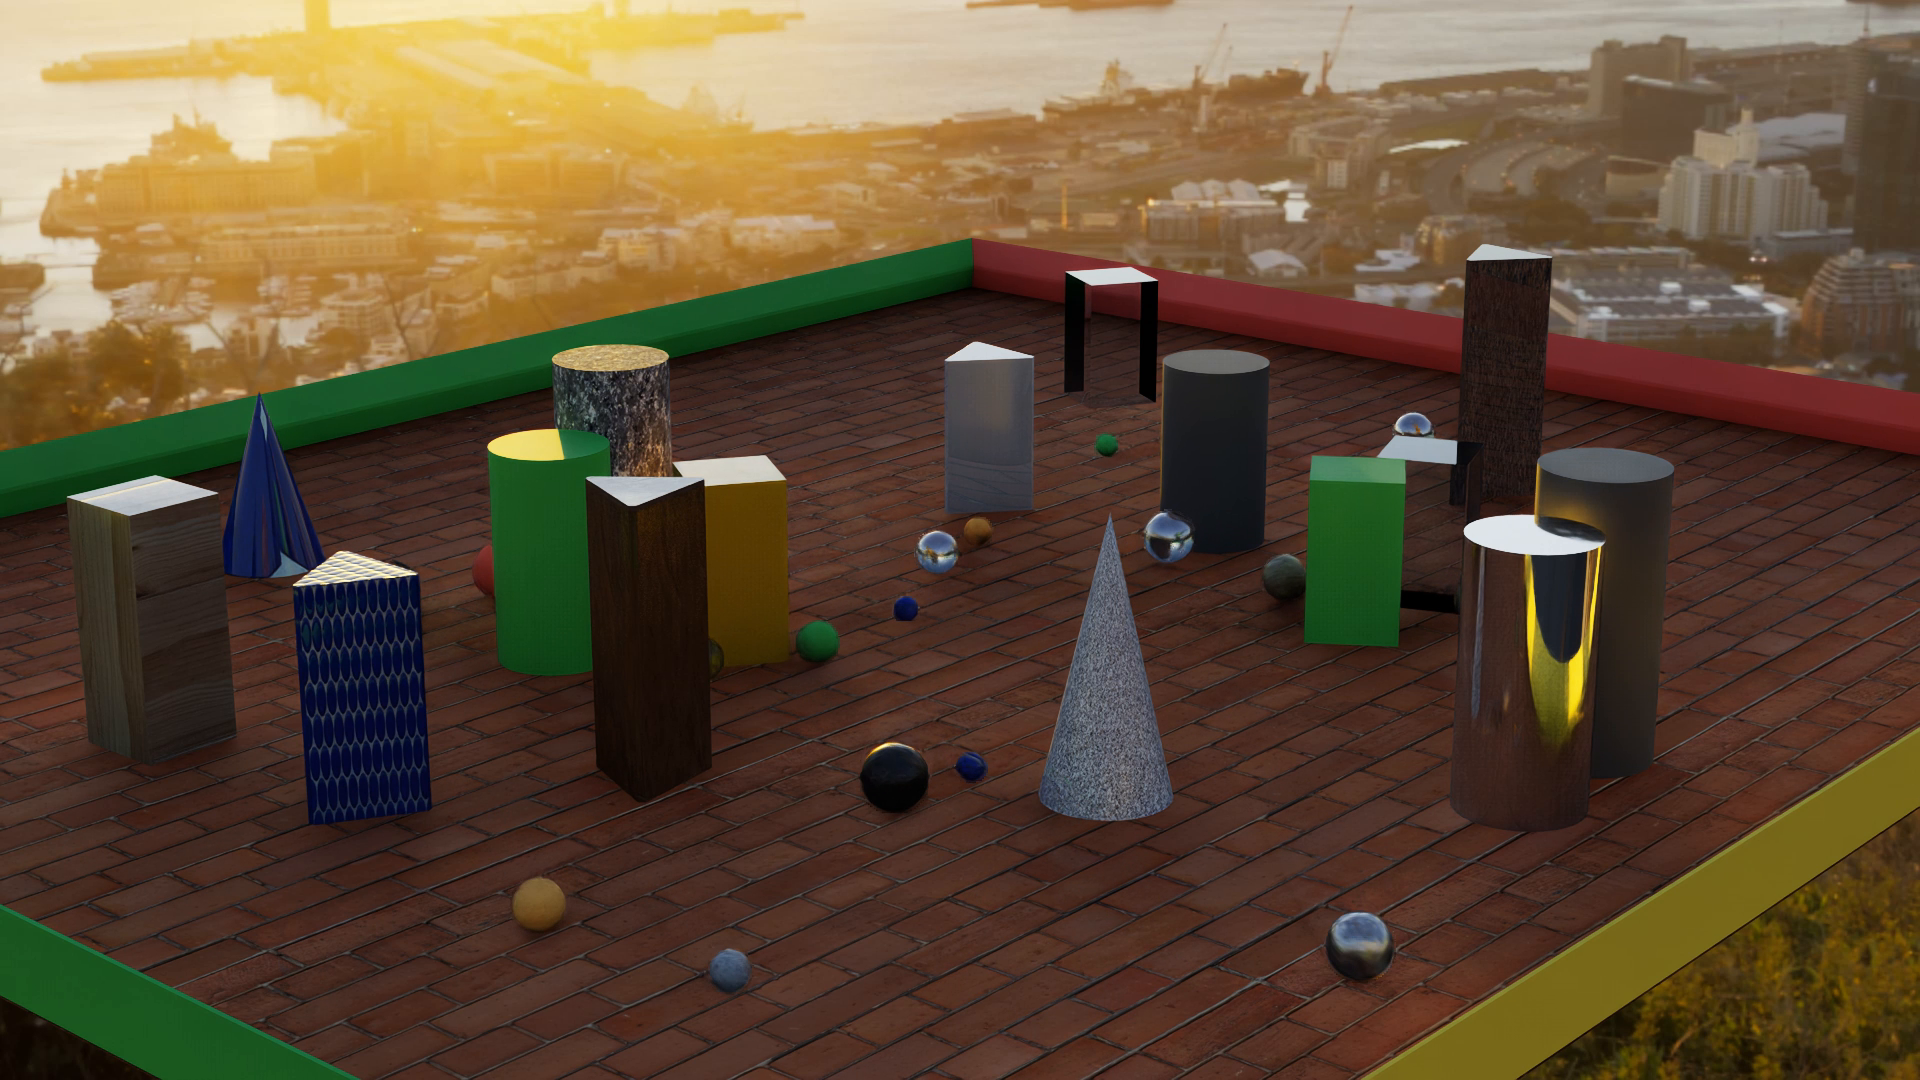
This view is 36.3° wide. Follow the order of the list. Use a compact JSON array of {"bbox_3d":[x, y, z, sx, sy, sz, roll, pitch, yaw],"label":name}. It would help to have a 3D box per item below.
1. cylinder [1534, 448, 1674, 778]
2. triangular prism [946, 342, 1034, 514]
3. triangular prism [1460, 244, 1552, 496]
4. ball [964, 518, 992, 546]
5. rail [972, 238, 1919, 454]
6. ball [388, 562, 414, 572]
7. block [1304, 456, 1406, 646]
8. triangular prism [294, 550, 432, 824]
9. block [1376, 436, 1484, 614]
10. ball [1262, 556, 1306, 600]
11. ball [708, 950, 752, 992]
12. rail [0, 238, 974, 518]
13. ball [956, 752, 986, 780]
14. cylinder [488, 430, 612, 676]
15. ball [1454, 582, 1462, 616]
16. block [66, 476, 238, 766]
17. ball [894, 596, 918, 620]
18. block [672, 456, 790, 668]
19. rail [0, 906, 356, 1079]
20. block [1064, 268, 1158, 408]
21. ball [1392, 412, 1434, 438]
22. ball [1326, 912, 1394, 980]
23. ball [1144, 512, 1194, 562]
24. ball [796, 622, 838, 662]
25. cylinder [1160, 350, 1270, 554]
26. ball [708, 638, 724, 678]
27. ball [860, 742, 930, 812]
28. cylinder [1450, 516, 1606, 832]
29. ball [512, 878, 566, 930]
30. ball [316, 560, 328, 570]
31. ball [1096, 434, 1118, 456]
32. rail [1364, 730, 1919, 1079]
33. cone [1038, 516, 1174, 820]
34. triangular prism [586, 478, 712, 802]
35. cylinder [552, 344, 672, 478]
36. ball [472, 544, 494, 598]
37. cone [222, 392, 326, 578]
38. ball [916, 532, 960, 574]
[{"bbox_3d":[0.936,0.106,4.318,0.195,0.449,0.195,0,17,0],"label":"cylinder"},{"bbox_3d":[0.044,-0.219,5.655,0.169,0.300,0.146,-3,17,-10],"label":"triangular prism"},{"bbox_3d":[1.038,-0.332,5.733,0.169,0.471,0.146,-3,17,-9],"label":"triangular prism"},{"bbox_3d":[0.032,-0.016,5.413,0.051,0.051,0.051,0,17,0],"label":"ball"},{"bbox_3d":[1.290,-0.397,6.543,3.378,0.127,0.045,14,22,39],"label":"rail"},{"bbox_3d":[-0.979,0.072,5.092,0.069,0.069,0.069,0,17,0],"label":"ball"},{"bbox_3d":[0.660,0.017,4.903,0.156,0.281,0.156,2,17,8],"label":"block"},{"bbox_3d":[-0.857,0.204,4.164,0.169,0.352,0.146,-6,18,-18],"label":"triangular prism"},{"bbox_3d":[0.810,-0.028,5.084,0.156,0.264,0.156,6,18,19],"label":"block"},{"bbox_3d":[0.565,0.066,5.092,0.079,0.079,0.079,0,17,0],"label":"ball"},{"bbox_3d":[-0.282,0.529,3.603,0.052,0.052,0.052,0,17,0],"label":"ball"},{"bbox_3d":[-1.258,-0.284,6.166,0.045,0.127,3.984,14,22,39],"label":"rail"},{"bbox_3d":[0.016,0.330,4.280,0.043,0.043,0.043,0,17,0],"label":"ball"},{"bbox_3d":[-0.661,0.019,4.764,0.195,0.359,0.195,0,17,0],"label":"cylinder"},{"bbox_3d":[0.880,0.101,4.960,0.088,0.088,0.088,0,17,0],"label":"ball"},{"bbox_3d":[-1.208,0.118,4.388,0.156,0.386,0.156,14,21,38],"label":"block"},{"bbox_3d":[-0.092,0.116,4.988,0.043,0.043,0.043,0,17,0],"label":"ball"},{"bbox_3d":[-0.375,0.035,4.797,0.156,0.308,0.156,-5,17,-15],"label":"block"},{"bbox_3d":[-1.290,0.461,3.697,3.378,0.127,0.045,14,22,39],"label":"rail"},{"bbox_3d":[0.331,-0.446,6.452,0.156,0.274,0.156,-6,18,-18],"label":"block"},{"bbox_3d":[0.932,-0.220,6.031,0.084,0.084,0.084,0,17,0],"label":"ball"},{"bbox_3d":[0.495,0.503,3.634,0.085,0.085,0.085,0,17,0],"label":"ball"},{"bbox_3d":[0.378,-0.005,5.306,0.092,0.092,0.092,0,17,0],"label":"ball"},{"bbox_3d":[-0.234,0.166,4.779,0.068,0.068,0.068,0,17,0],"label":"ball"},{"bbox_3d":[0.468,-0.165,5.409,0.195,0.338,0.195,0,17,0],"label":"cylinder"},{"bbox_3d":[-0.412,0.190,4.698,0.070,0.070,0.070,0,17,0],"label":"ball"},{"bbox_3d":[-0.093,0.337,4.162,0.097,0.097,0.097,0,17,0],"label":"ball"},{"bbox_3d":[0.798,0.186,4.131,0.195,0.405,0.195,0,17,0],"label":"cylinder"},{"bbox_3d":[-0.542,0.469,3.776,0.068,0.068,0.068,0,17,0],"label":"ball"},{"bbox_3d":[-1.083,0.072,5.079,0.076,0.076,0.076,0,17,0],"label":"ball"},{"bbox_3d":[0.301,-0.194,6.014,0.046,0.046,0.046,0,17,0],"label":"ball"},{"bbox_3d":[1.258,0.347,4.075,0.045,0.127,3.984,14,22,39],"label":"rail"},{"bbox_3d":[0.210,0.164,4.167,0.195,0.425,0.195,0,17,0],"label":"cone"},{"bbox_3d":[-0.474,0.133,4.241,0.146,0.443,0.169,10,19,30],"label":"triangular prism"},{"bbox_3d":[-0.585,-0.090,4.970,0.195,0.449,0.195,0,17,0],"label":"cylinder"},{"bbox_3d":[-0.802,0.054,5.103,0.096,0.096,0.096,0,17,0],"label":"ball"},{"bbox_3d":[-1.249,-0.113,5.269,0.195,0.319,0.195,0,17,0],"label":"cone"},{"bbox_3d":[-0.040,0.022,5.244,0.076,0.076,0.076,0,17,0],"label":"ball"}]
